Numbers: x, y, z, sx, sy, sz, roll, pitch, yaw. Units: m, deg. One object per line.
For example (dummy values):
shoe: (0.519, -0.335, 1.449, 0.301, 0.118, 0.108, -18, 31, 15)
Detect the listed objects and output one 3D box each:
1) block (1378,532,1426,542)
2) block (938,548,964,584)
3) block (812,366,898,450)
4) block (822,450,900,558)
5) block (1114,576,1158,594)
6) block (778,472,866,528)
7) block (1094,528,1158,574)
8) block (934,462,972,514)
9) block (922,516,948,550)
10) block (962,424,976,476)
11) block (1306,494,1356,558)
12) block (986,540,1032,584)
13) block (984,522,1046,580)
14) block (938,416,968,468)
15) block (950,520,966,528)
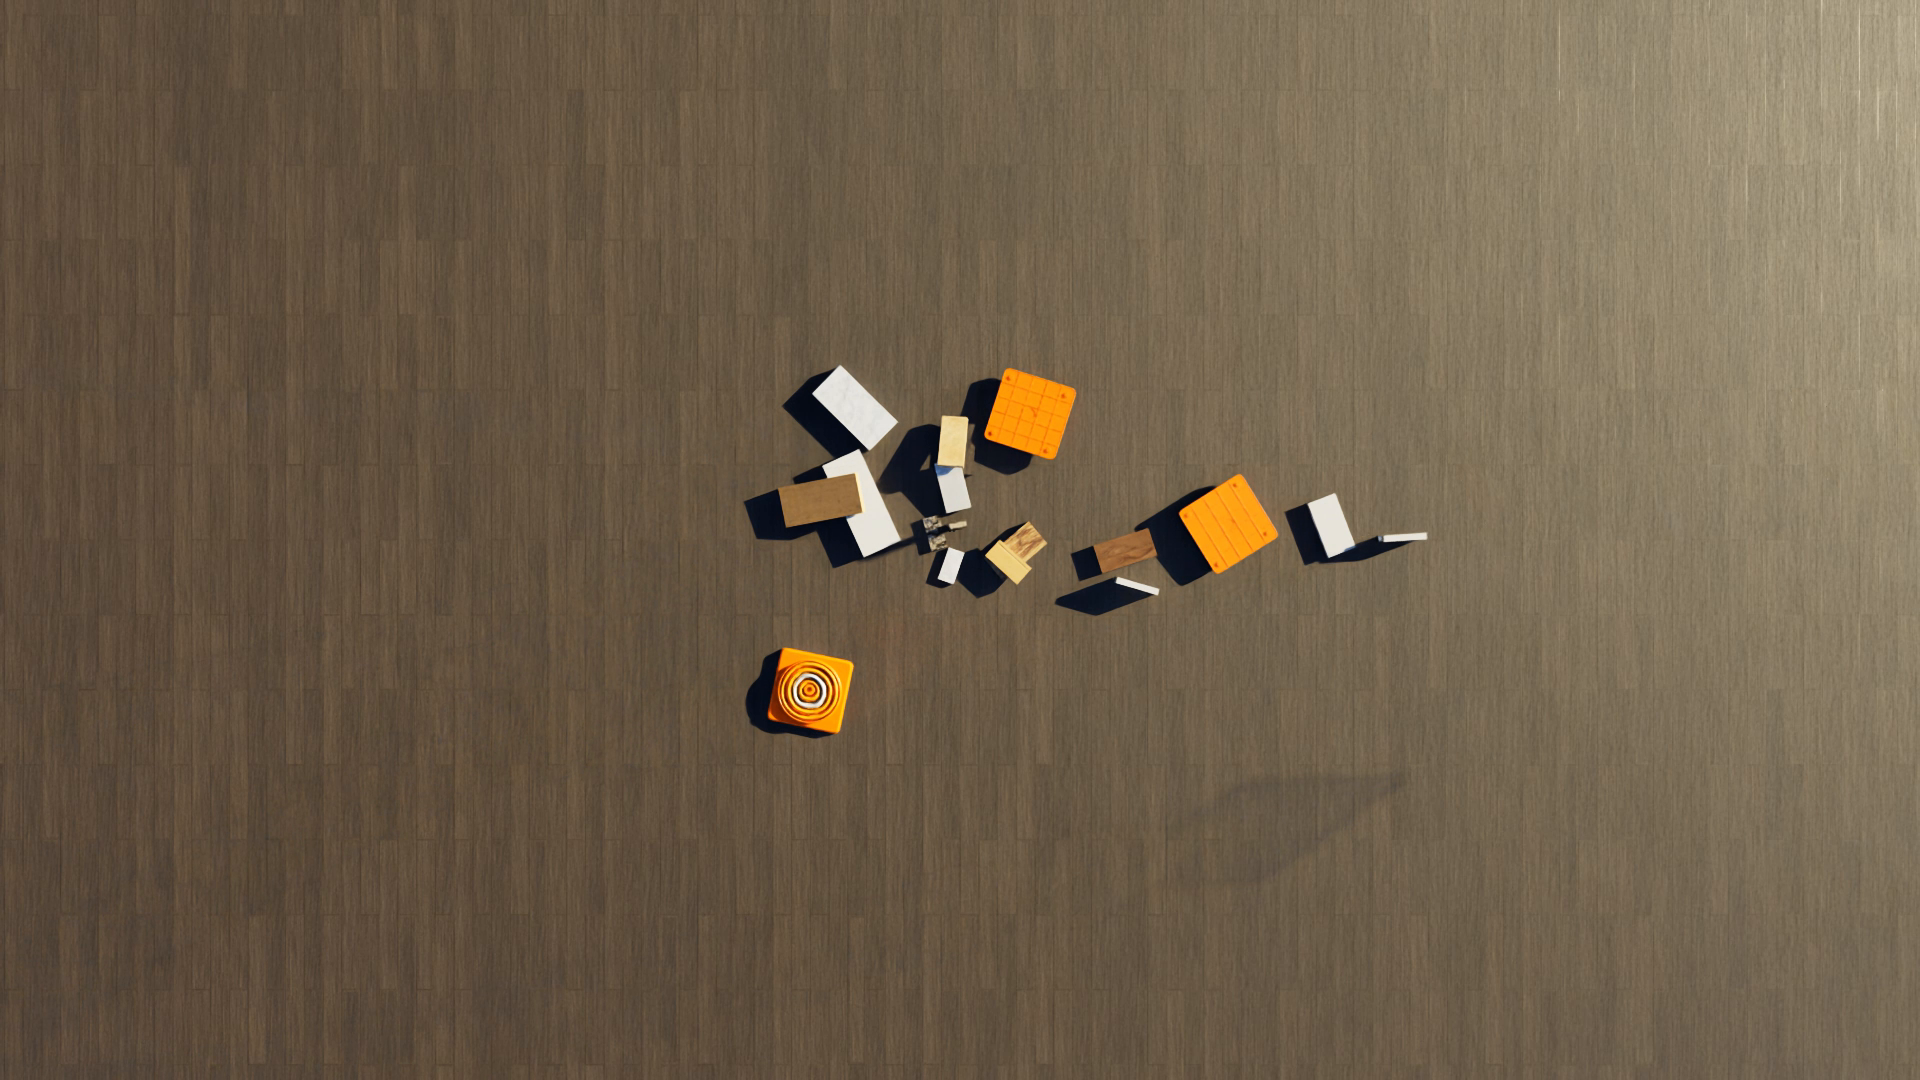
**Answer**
block: (1.465, -0.009, 5.464, 0.142, 0.071, 0.020, -4, 90, 0)
block: (-0.030, 0.086, 5.492, 0.055, 0.016, 0.111, 19, 90, 0)
block: (-0.349, -0.438, 5.481, 0.267, 0.038, 0.134, 45, 90, 0)
block: (-0.326, -0.122, 5.481, 0.134, 0.038, 0.333, -24, 90, 0)
block: (0.585, 0.152, 5.464, 0.142, 0.071, 0.020, 16, 90, 0)
block: (-0.457, -0.132, 5.452, 0.267, 0.038, 0.134, -11, 93, 11)
block: (0.549, 0.035, 5.486, 0.193, 0.027, 0.096, -18, 90, 0)
block: (-0.024, -0.181, 5.471, 0.084, 0.024, 0.168, -13, 100, 3)
block: (-0.083, -0.024, 5.492, 0.055, 0.016, 0.111, -15, 90, 0)
block: (0.007, -0.303, 5.488, 0.084, 0.024, 0.168, 4, 90, 0)
block: (1.234, -0.048, 5.486, 0.096, 0.027, 0.193, -21, 90, 0)
block: (0.160, 0.073, 5.463, 0.142, 0.020, 0.071, 42, 90, 0)
block: (0.185, 0.037, 5.486, 0.193, 0.027, 0.096, -40, 90, 0)
block: (-0.023, -0.324, 5.447, 0.084, 0.024, 0.168, 4, 76, 8)
block: (-0.007, -0.051, 5.444, 0.055, 0.111, 0.016, -12, 92, 0)
